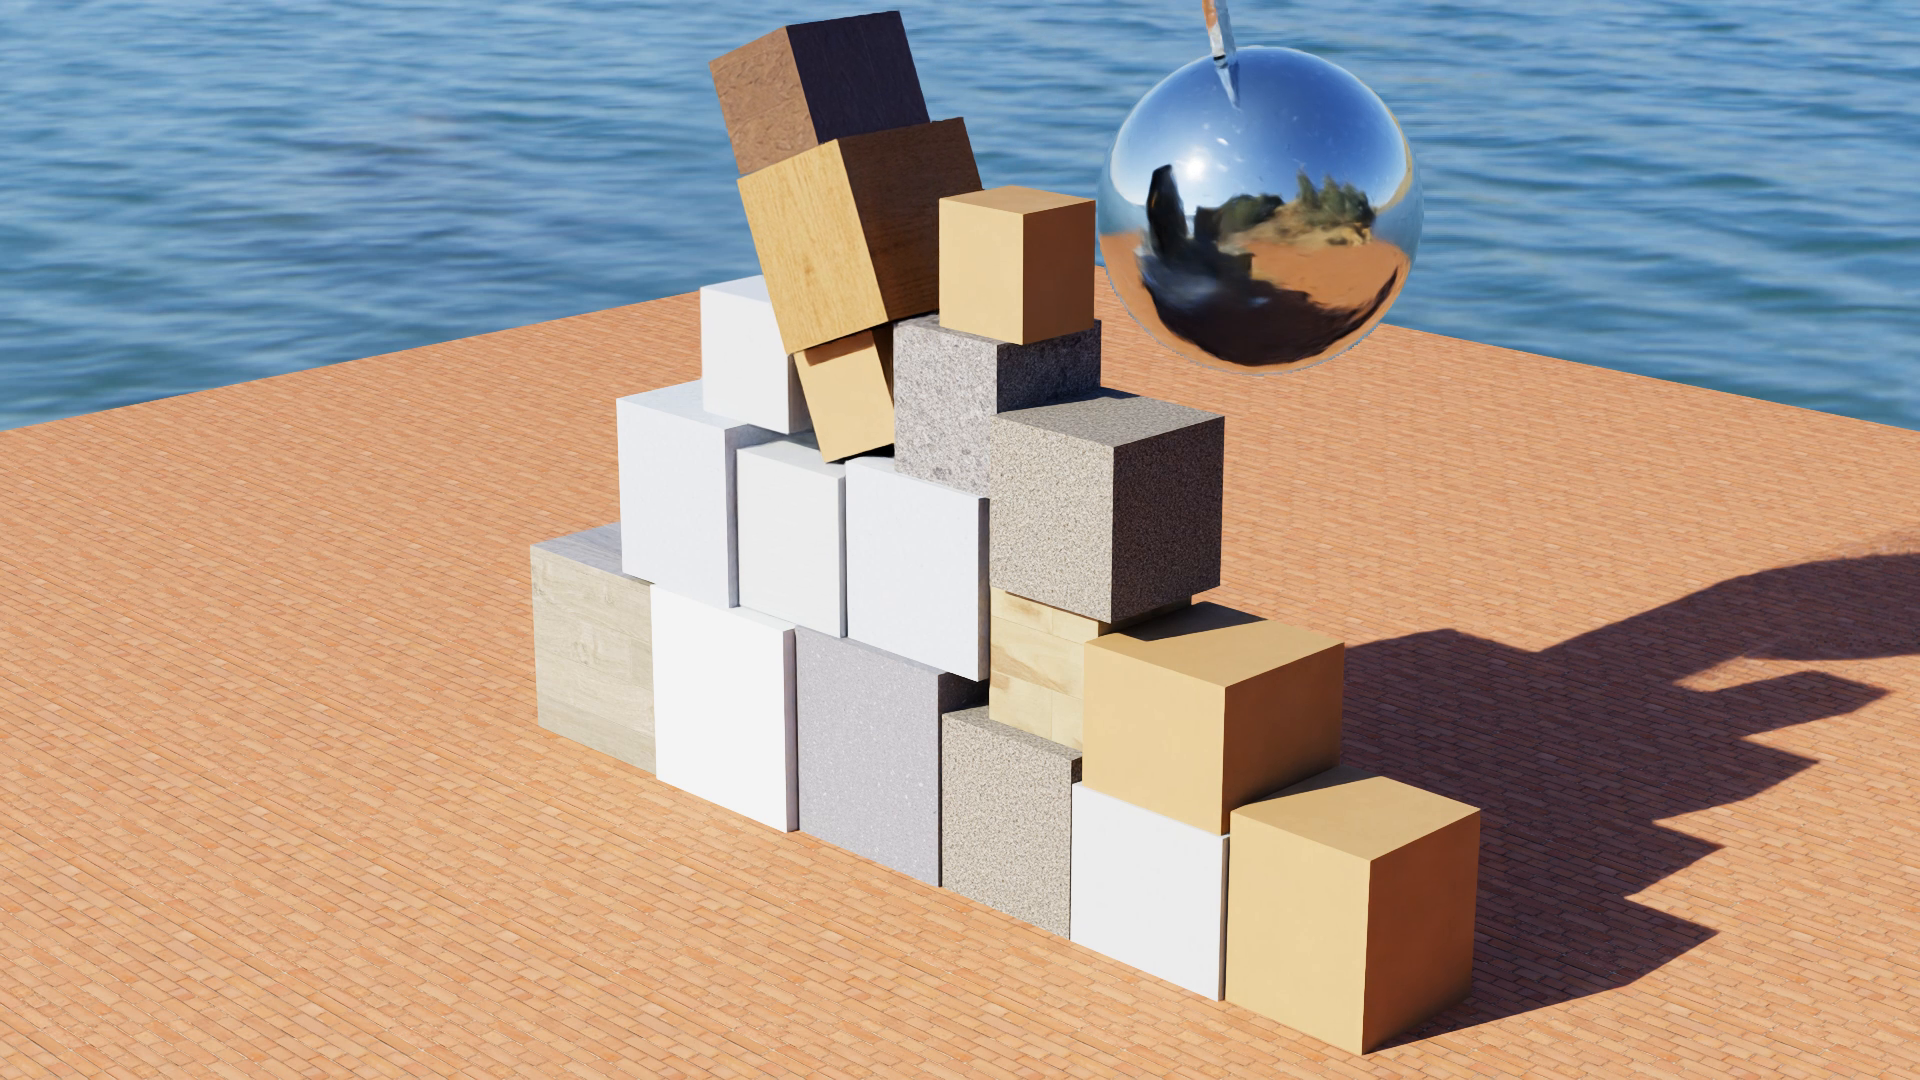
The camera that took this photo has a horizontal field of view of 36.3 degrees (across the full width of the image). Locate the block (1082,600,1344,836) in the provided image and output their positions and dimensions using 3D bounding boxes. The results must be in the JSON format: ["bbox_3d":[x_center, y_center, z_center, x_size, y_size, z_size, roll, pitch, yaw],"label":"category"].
[{"bbox_3d":[1.073,0.740,12.456,0.782,0.651,0.772,-17,24,-42],"label":"block"}]

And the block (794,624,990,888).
[{"bbox_3d":[-0.125,0.897,13.777,0.874,1.028,0.948,-17,24,-42],"label":"block"}]

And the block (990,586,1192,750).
[{"bbox_3d":[0.572,0.483,12.913,0.609,0.656,0.641,-17,24,-42],"label":"block"}]

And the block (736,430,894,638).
[{"bbox_3d":[-0.529,-0.068,13.858,0.705,0.766,0.771,17,24,42],"label":"block"}]

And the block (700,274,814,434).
[{"bbox_3d":[-0.795,-0.904,13.891,0.598,0.603,0.611,16,24,42],"label":"block"}]

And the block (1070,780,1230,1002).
[{"bbox_3d":[1.062,1.401,12.664,0.802,0.734,0.837,-17,24,-42],"label":"block"}]

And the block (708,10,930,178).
[{"bbox_3d":[-0.637,-2.031,13.366,0.693,0.552,0.577,-18,3,-42],"label":"block"}]

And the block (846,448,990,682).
[{"bbox_3d":[0.032,0.059,13.326,0.709,0.842,0.840,-17,24,-42],"label":"block"}]

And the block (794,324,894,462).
[{"bbox_3d":[-0.331,-0.706,13.465,0.526,0.519,0.545,-18,2,-44],"label":"block"}]

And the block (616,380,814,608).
[{"bbox_3d":[-1.054,-0.277,14.372,0.925,0.883,0.800,-17,24,-42],"label":"block"}]

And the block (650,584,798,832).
[{"bbox_3d":[-0.817,0.701,14.423,0.984,1.013,0.965,-17,24,-42],"label":"block"}]

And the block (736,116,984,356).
[{"bbox_3d":[-0.389,-1.384,13.339,0.790,0.826,0.719,-18,3,-43],"label":"block"}]

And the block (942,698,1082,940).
[{"bbox_3d":[0.480,1.176,13.201,0.799,0.840,0.785,-17,24,-42],"label":"block"}]

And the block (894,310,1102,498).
[{"bbox_3d":[0.165,-0.636,12.985,0.660,0.688,0.633,-17,24,-42],"label":"block"}]

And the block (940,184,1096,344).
[{"bbox_3d":[0.247,-1.196,12.685,0.450,0.562,0.499,-17,24,-42],"label":"block"}]

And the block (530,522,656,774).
[{"bbox_3d":[-1.516,0.503,15.094,0.929,0.989,0.993,-17,24,-42],"label":"block"}]

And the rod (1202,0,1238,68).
[{"bbox_3d":[0.636,-4.409,12.622,0.080,5.200,0.080,17,44,42],"label":"rod"}]

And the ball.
[{"bbox_3d":[1.467,-1.614,14.372,1.600,1.600,1.600,0,17,0],"label":"ball"}]

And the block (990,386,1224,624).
[{"bbox_3d":[0.629,-0.166,12.610,0.707,0.764,0.708,-17,24,-42],"label":"block"}]

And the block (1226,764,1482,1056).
[{"bbox_3d":[1.621,1.511,12.123,0.744,0.848,0.710,-17,24,-42],"label":"block"}]
